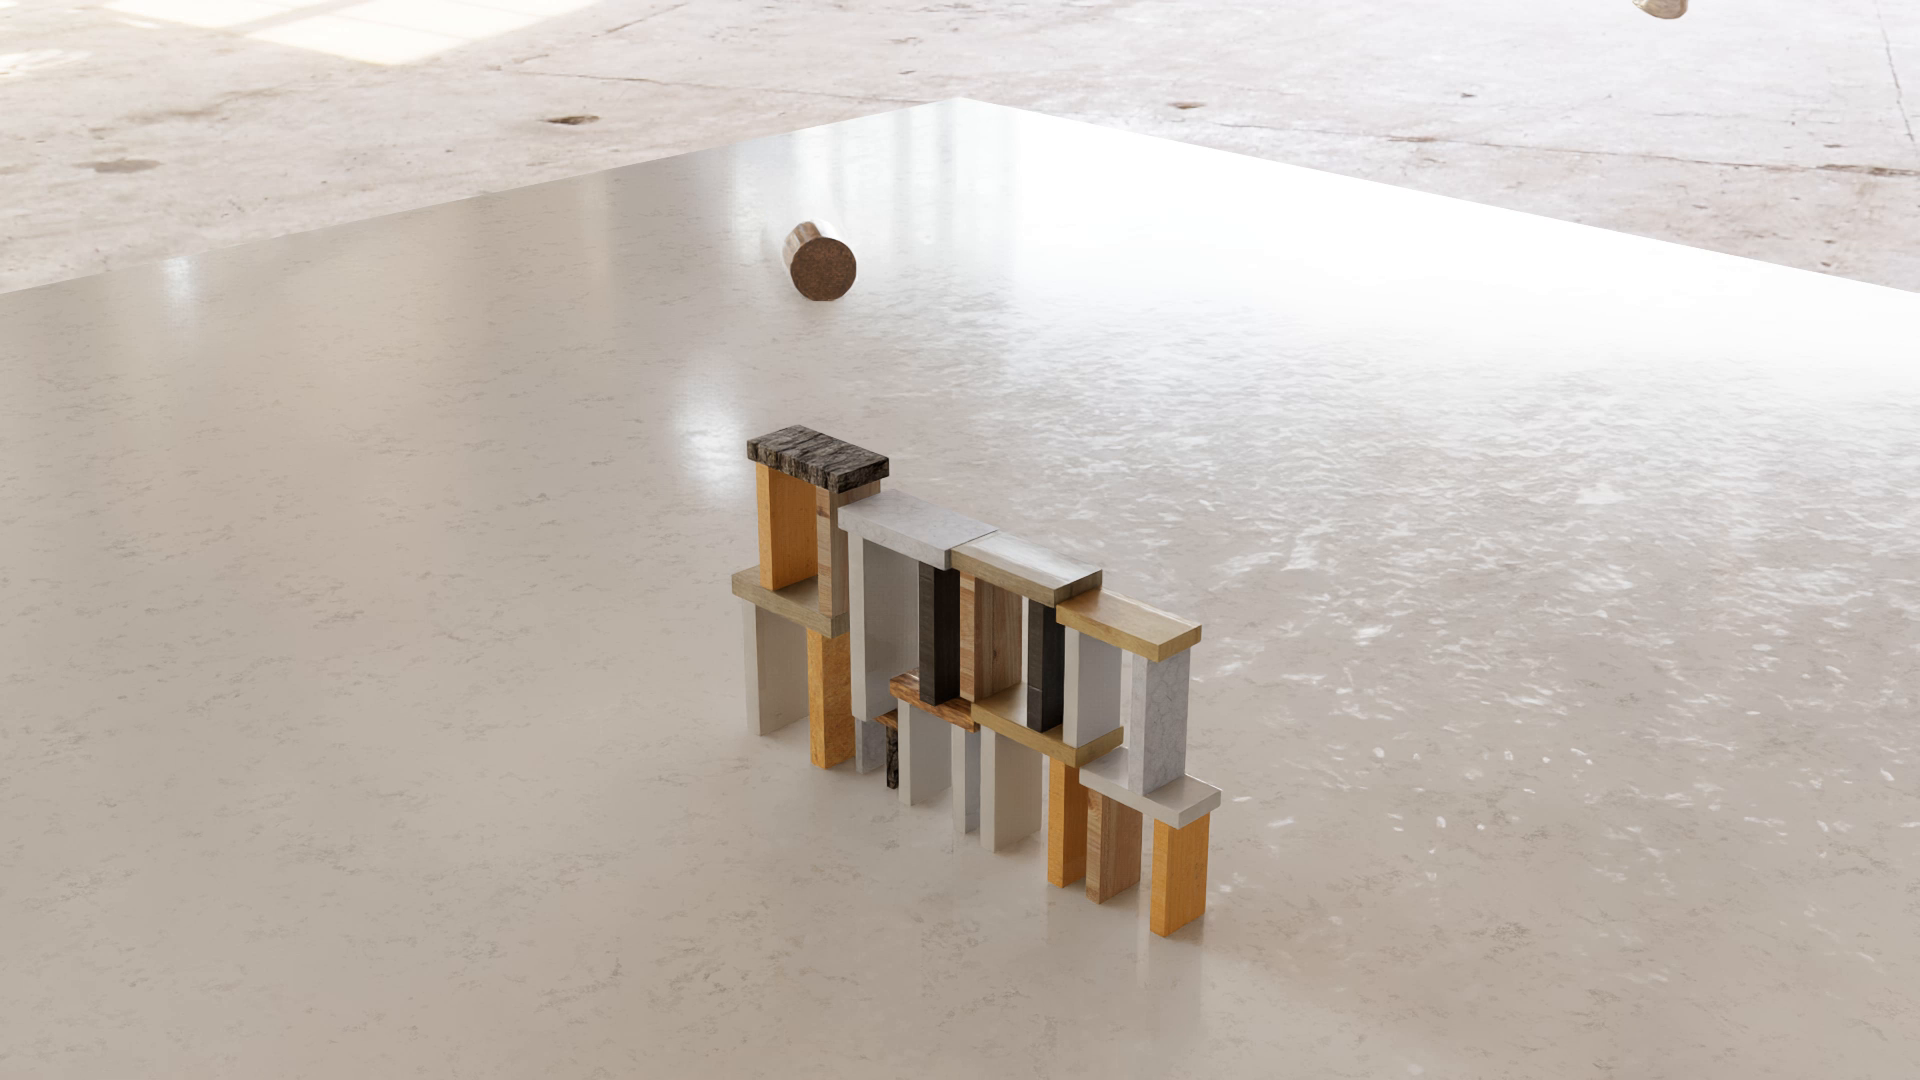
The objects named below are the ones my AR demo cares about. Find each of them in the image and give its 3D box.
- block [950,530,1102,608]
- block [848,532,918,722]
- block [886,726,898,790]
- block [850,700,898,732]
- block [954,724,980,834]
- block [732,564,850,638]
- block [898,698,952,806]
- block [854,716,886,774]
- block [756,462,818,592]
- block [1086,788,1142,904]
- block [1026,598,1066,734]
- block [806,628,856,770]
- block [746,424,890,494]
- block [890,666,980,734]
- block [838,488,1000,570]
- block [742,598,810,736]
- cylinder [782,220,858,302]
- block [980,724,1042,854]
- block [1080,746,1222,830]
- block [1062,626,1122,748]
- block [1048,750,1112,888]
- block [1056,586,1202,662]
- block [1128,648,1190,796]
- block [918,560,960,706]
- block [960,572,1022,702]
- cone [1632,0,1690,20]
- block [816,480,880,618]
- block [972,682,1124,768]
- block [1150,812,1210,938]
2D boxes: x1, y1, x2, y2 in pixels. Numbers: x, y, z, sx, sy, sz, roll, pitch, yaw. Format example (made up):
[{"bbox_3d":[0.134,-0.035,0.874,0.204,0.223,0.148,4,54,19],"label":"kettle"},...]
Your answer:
[{"bbox_3d":[0.123,0.052,4.118,0.265,0.038,0.133,21,31,41],"label":"block"},{"bbox_3d":[-0.153,0.156,4.457,0.042,0.408,0.150,21,31,41],"label":"block"},{"bbox_3d":[-0.119,0.438,4.547,0.020,0.141,0.071,21,31,41],"label":"block"},{"bbox_3d":[-0.153,0.351,4.546,0.141,0.020,0.071,21,31,41],"label":"block"},{"bbox_3d":[0.040,0.457,4.382,0.033,0.236,0.118,21,31,41],"label":"block"},{"bbox_3d":[-0.318,0.116,4.624,0.315,0.045,0.157,21,31,41],"label":"block"},{"bbox_3d":[-0.071,0.414,4.484,0.033,0.236,0.118,21,31,41],"label":"block"},{"bbox_3d":[-0.186,0.412,4.608,0.020,0.141,0.071,21,31,41],"label":"block"},{"bbox_3d":[-0.355,-0.046,4.592,0.039,0.278,0.139,21,31,41],"label":"block"},{"bbox_3d":[0.292,0.556,4.145,0.034,0.239,0.119,21,31,41],"label":"block"},{"bbox_3d":[0.186,0.216,4.119,0.133,0.265,0.038,-21,31,-41],"label":"block"},{"bbox_3d":[-0.244,0.310,4.626,0.045,0.315,0.157,21,31,41],"label":"block"},{"bbox_3d":[-0.290,-0.166,4.470,0.278,0.039,0.139,21,31,41],"label":"block"},{"bbox_3d":[-0.016,0.311,4.380,0.236,0.033,0.118,21,31,41],"label":"block"},{"bbox_3d":[-0.082,-0.023,4.304,0.300,0.042,0.150,21,31,41],"label":"block"},{"bbox_3d":[-0.392,0.252,4.763,0.045,0.315,0.157,21,31,41],"label":"block"},{"bbox_3d":[-0.499,-0.990,7.794,0.235,0.235,0.235,-4,23,-10],"label":"cylinder"},{"bbox_3d":[0.101,0.466,4.315,0.038,0.271,0.135,21,31,41],"label":"block"},{"bbox_3d":[0.348,0.453,4.040,0.238,0.034,0.119,21,31,41],"label":"block"},{"bbox_3d":[0.246,0.254,4.063,0.120,0.240,0.034,-21,31,-40],"label":"block"},{"bbox_3d":[0.229,0.516,4.198,0.038,0.271,0.135,21,31,41],"label":"block"},{"bbox_3d":[0.303,0.150,3.957,0.240,0.034,0.120,21,31,40],"label":"block"},{"bbox_3d":[0.360,0.315,3.967,0.034,0.277,0.120,21,31,41],"label":"block"},{"bbox_3d":[-0.012,0.162,4.306,0.042,0.300,0.150,21,31,41],"label":"block"},{"bbox_3d":[0.061,0.167,4.235,0.133,0.265,0.038,-21,31,-41],"label":"block"},{"bbox_3d":[1.859,-1.485,5.722,0.182,0.182,0.182,6,60,-11],"label":"cone"},{"bbox_3d":[-0.224,0.005,4.471,0.039,0.278,0.139,21,31,41],"label":"block"},{"bbox_3d":[0.165,0.349,4.196,0.135,0.038,0.271,-21,31,-41],"label":"block"},{"bbox_3d":[0.404,0.600,4.041,0.034,0.239,0.119,21,31,41],"label":"block"}]
